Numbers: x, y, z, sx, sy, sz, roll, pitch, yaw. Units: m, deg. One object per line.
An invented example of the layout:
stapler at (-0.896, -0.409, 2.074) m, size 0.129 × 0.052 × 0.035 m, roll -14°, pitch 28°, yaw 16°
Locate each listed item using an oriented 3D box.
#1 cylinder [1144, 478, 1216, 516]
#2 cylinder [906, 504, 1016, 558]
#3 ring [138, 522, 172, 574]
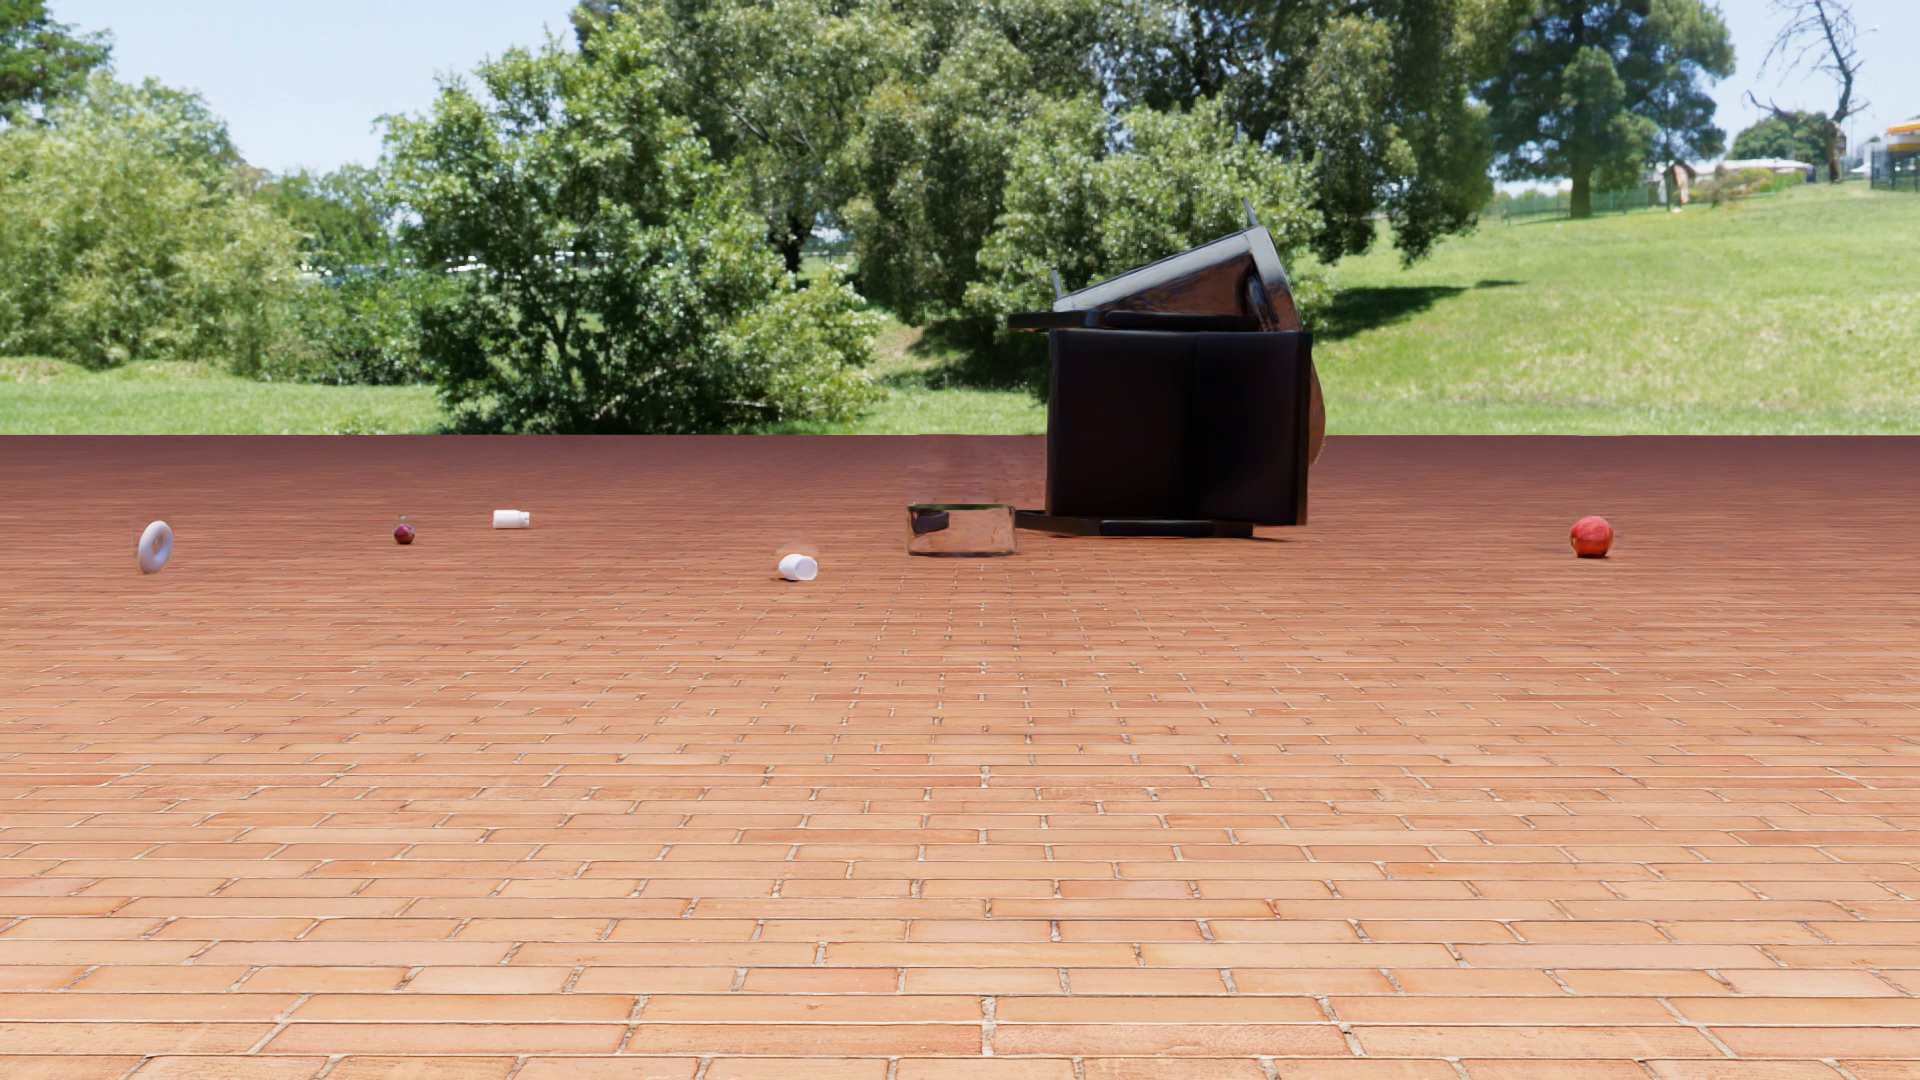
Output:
cylinder at (0.777, -0.151, 7.777) m, size 0.211 × 0.129 × 0.168 m, roll -1°, pitch -11°, yaw -13°
cylinder at (0.003, -0.027, 5.996) m, size 0.300 × 0.129 × 0.295 m, roll -4°, pitch 5°, yaw -43°
ring at (-1.972, 0.019, 5.389) m, size 0.028 × 0.120 × 0.149 m, roll 4°, pitch 36°, yaw 8°
